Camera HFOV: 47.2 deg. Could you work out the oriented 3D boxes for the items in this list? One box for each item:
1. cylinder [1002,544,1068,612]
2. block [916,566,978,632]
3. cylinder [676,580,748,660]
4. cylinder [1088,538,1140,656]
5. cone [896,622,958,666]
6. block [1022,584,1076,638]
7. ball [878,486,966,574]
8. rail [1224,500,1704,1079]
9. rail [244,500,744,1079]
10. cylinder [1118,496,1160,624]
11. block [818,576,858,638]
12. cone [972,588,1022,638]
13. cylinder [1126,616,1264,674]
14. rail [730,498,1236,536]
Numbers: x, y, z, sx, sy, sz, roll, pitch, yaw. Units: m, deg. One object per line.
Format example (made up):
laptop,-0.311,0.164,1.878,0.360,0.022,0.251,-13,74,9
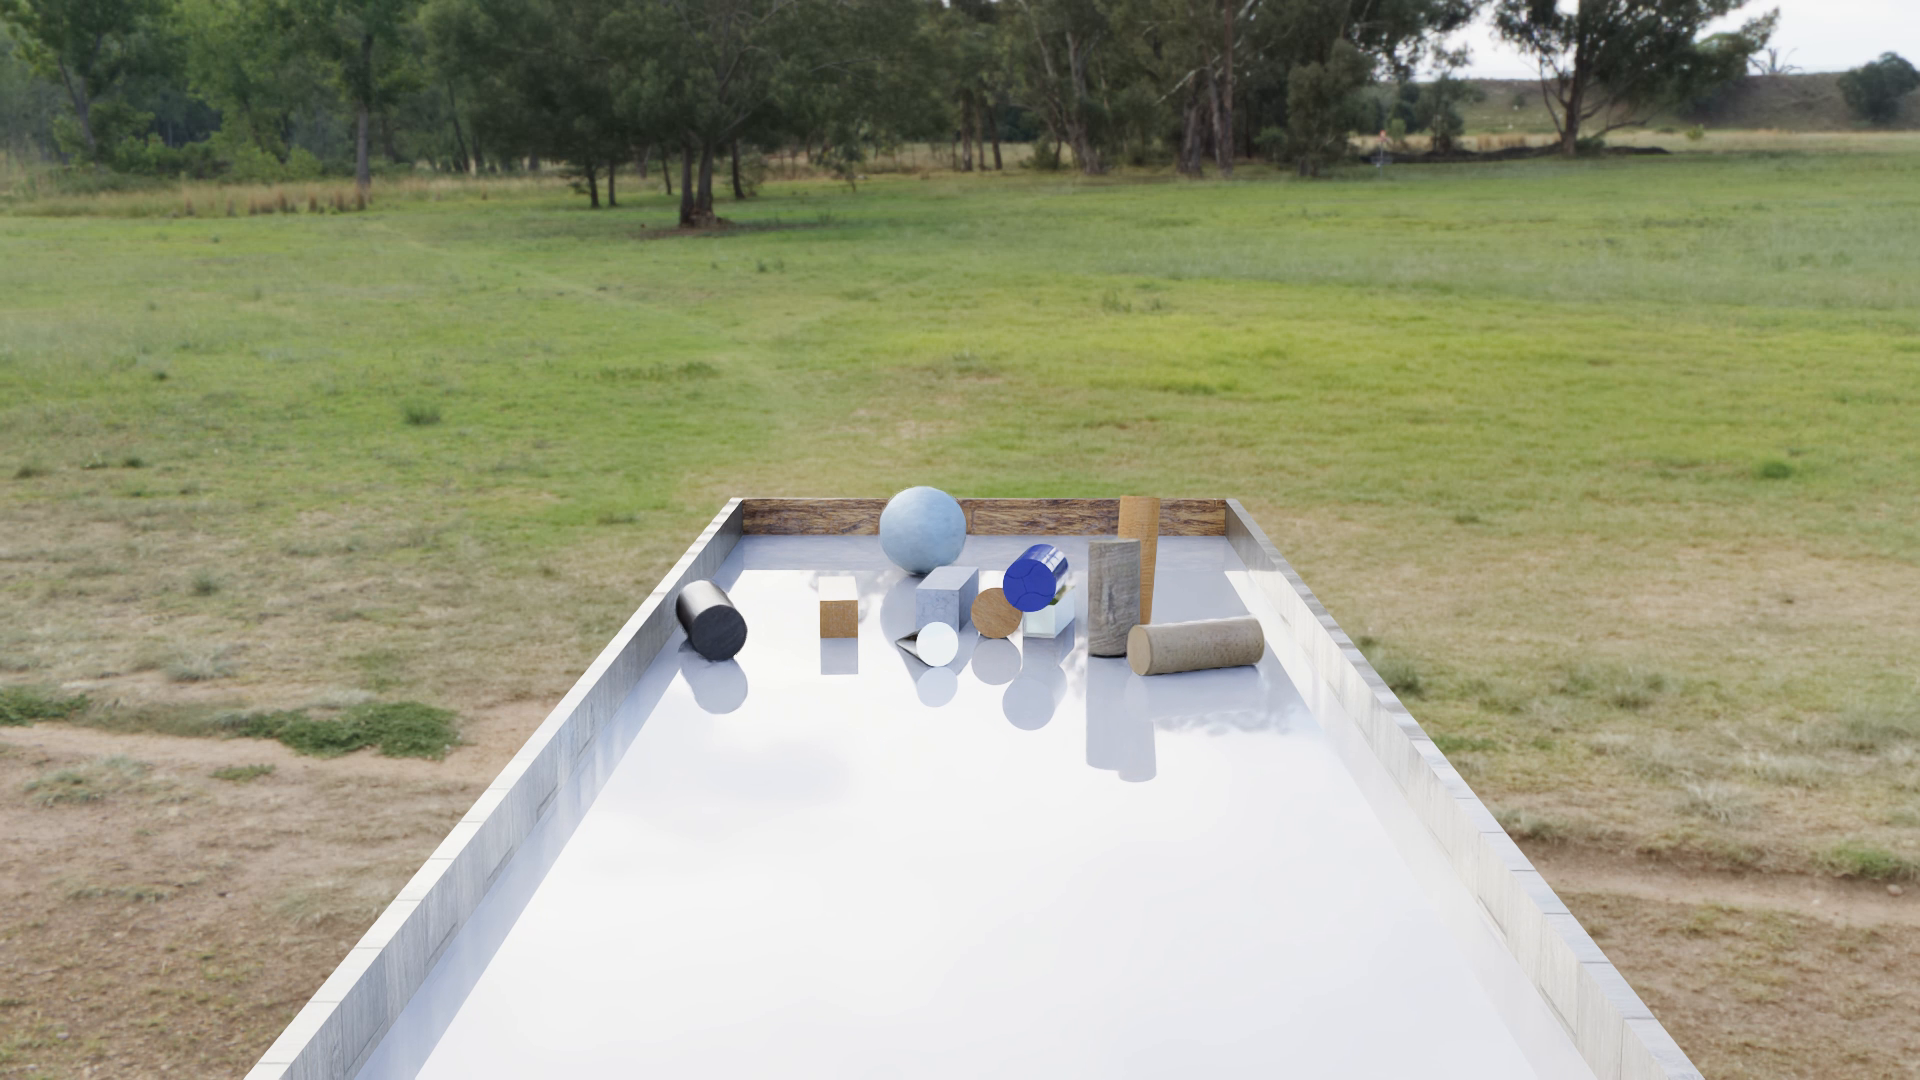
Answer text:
cylinder,0.244,0.120,7.035,0.170,0.170,0.303,2,9,10
block,-0.040,0.195,7.327,0.142,0.142,0.441,1,9,9
cylinder,-0.782,0.249,6.893,0.172,0.172,0.433,-2,9,-13
cylinder,0.474,0.173,6.780,0.162,0.347,0.162,0,5,0
cone,-0.139,0.318,6.792,0.134,0.134,0.390,-4,0,-21
block,0.293,0.231,7.214,0.106,0.106,0.371,2,9,13
ball,-0.139,-0.036,8.192,0.327,0.327,0.327,0,9,0
rail,1.046,0.843,3.208,0.050,0.150,12.000,0,9,1
rail,-1.004,0.839,3.234,0.050,0.150,12.000,0,9,1
cylinder,0.556,0.087,6.976,0.127,0.449,0.127,5,0,0
block,-0.402,0.218,7.243,0.122,0.122,0.439,-1,9,-4
cone,0.104,0.242,7.227,0.164,0.164,0.401,-1,-3,-4
cylinder,0.704,0.312,6.570,0.389,0.147,0.147,-4,10,-24
rail,0.099,-0.098,9.147,2.100,0.150,0.050,0,9,1
